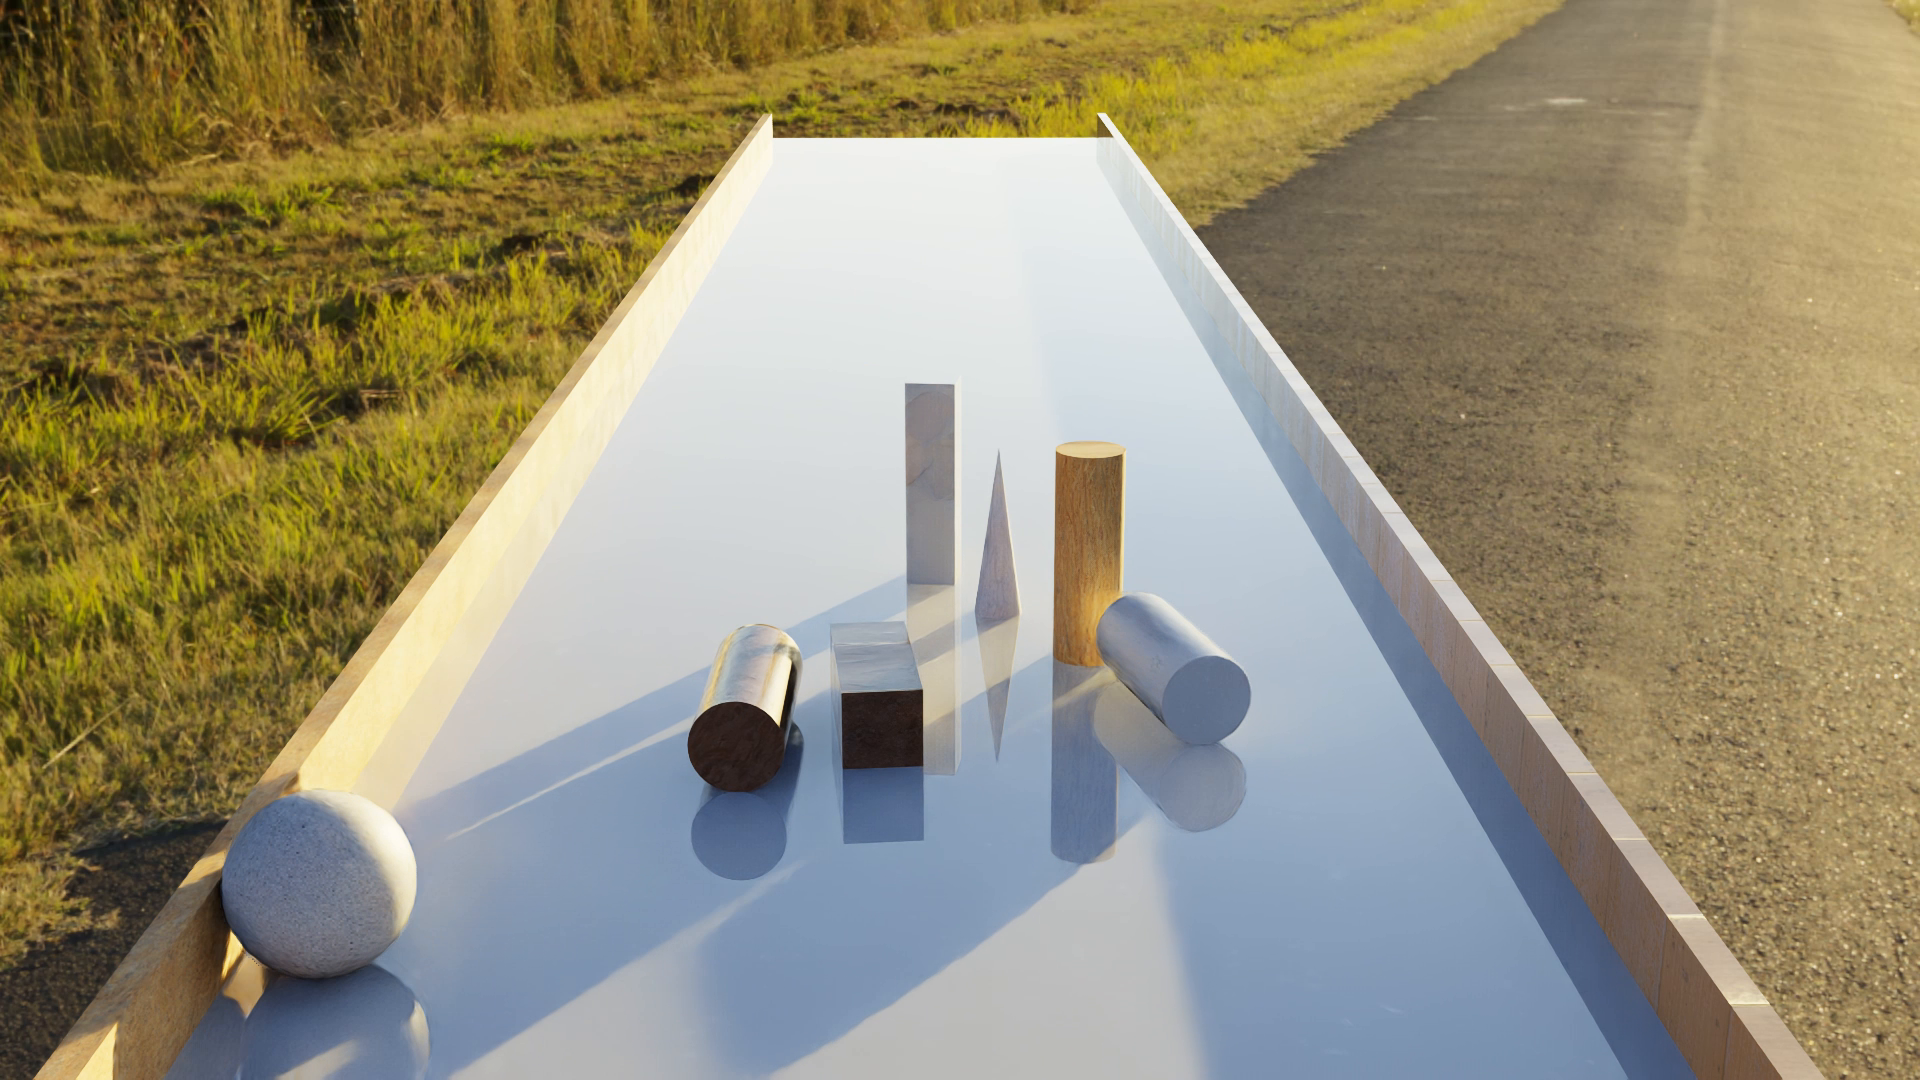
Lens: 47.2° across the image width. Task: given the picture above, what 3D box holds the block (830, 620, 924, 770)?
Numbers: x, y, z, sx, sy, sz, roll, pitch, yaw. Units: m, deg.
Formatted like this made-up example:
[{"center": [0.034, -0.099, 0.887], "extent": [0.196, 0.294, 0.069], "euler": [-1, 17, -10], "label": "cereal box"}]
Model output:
[{"center": [-0.156, 0.279, 4.037], "extent": [0.143, 0.143, 0.379], "euler": [-2, 17, -6], "label": "block"}]

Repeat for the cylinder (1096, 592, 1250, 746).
[{"center": [0.395, 0.237, 4.131], "extent": [0.171, 0.171, 0.379], "euler": [-4, 17, -14], "label": "cylinder"}]

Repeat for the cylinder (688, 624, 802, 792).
[{"center": [-0.380, 0.295, 3.945], "extent": [0.166, 0.166, 0.409], "euler": [0, 17, 0], "label": "cylinder"}]

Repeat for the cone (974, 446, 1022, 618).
[{"center": [0.082, -0.022, 4.664], "extent": [0.101, 0.364, 0.101], "euler": [0, 17, 0], "label": "cone"}]

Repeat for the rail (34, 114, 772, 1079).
[{"center": [-1.118, -0.838, 7.780], "extent": [0.050, 0.150, 12.000], "euler": [0, 17, -1], "label": "rail"}]

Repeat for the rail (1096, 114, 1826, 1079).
[{"center": [0.932, -0.844, 7.801], "extent": [0.050, 0.150, 12.000], "euler": [0, 17, -1], "label": "rail"}]

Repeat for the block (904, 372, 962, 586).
[{"center": [-0.058, -0.135, 4.882], "extent": [0.109, 0.456, 0.109], "euler": [2, 17, 7], "label": "block"}]

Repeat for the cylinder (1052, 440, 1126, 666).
[{"center": [0.257, 0.027, 4.385], "extent": [0.139, 0.428, 0.139], "euler": [0, 17, 0], "label": "cylinder"}]

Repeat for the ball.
[{"center": [-0.908, 0.487, 3.120], "extent": [0.267, 0.267, 0.267], "euler": [0, 17, 0], "label": "ball"}]
